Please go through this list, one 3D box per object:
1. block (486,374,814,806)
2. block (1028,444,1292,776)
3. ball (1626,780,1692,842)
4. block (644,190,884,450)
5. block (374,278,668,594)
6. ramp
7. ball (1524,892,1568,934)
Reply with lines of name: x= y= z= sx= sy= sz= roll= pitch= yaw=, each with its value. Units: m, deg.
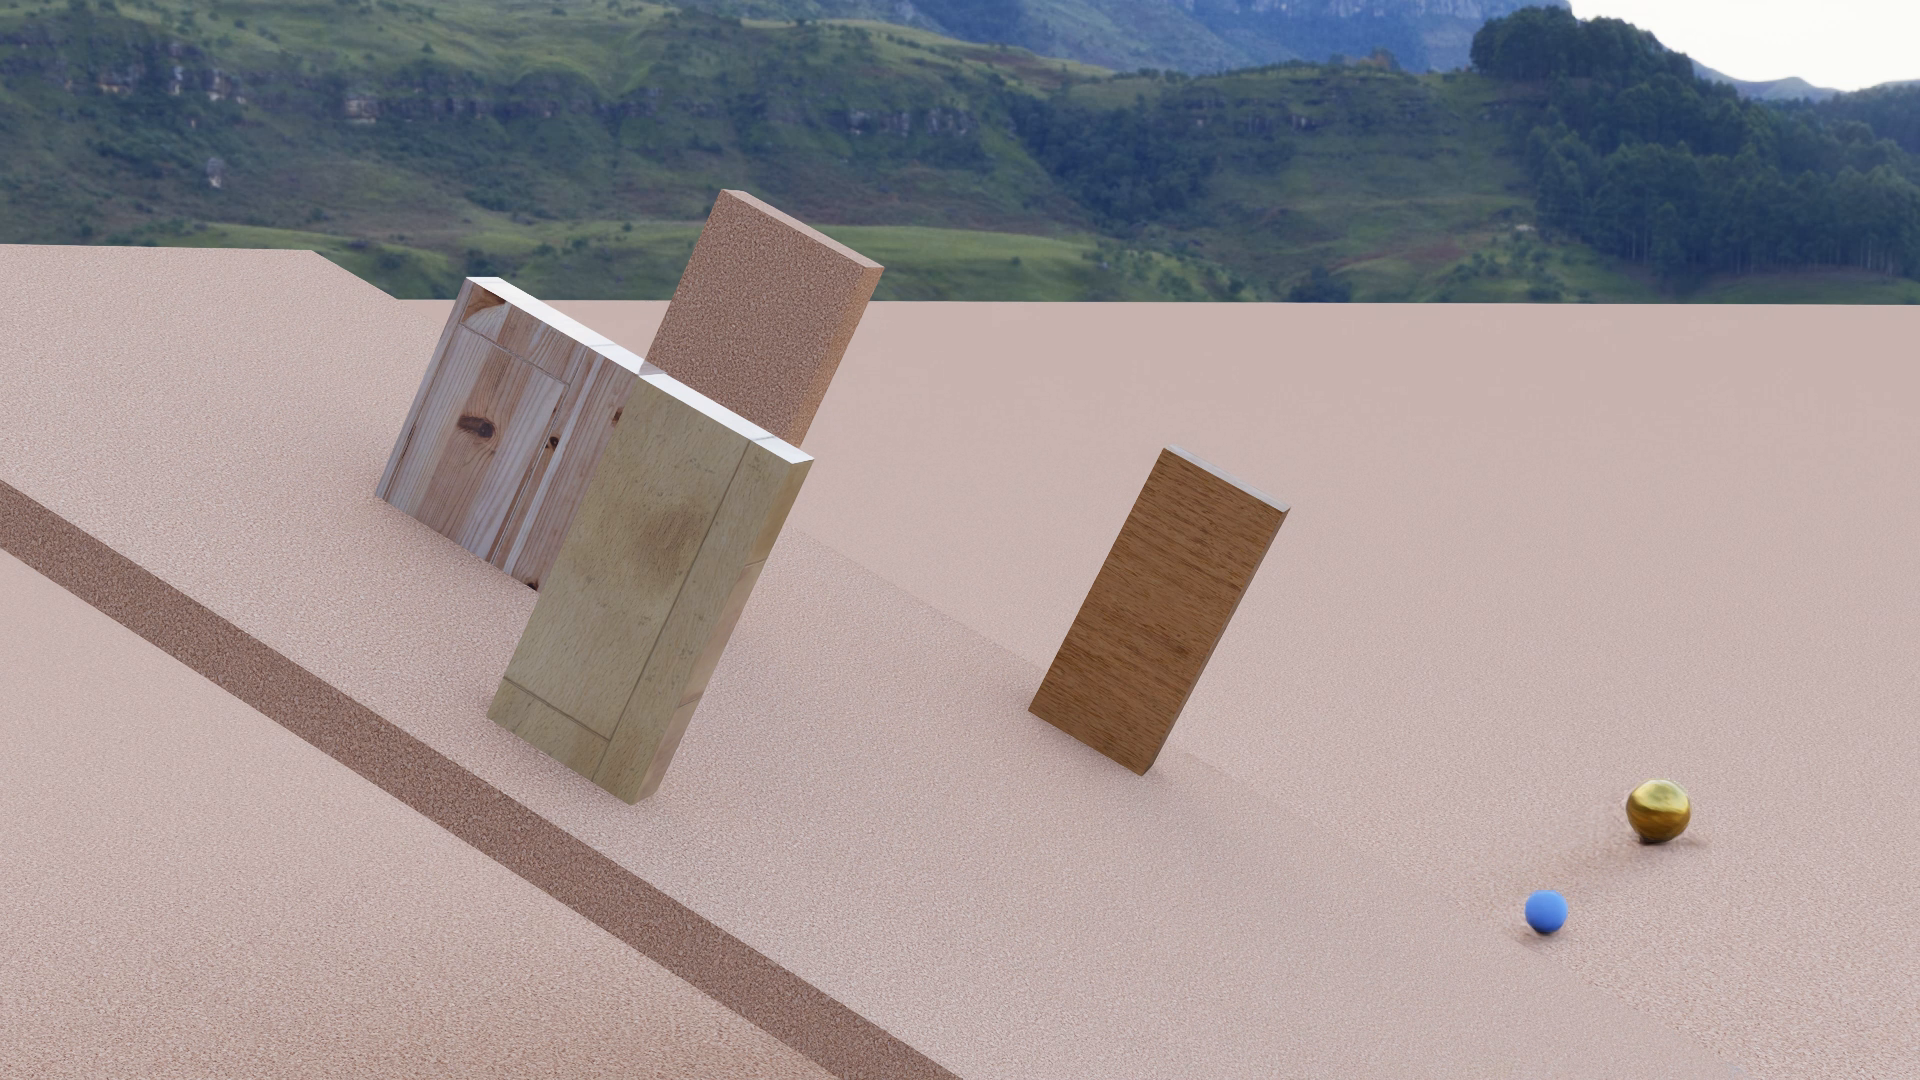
block: x=-0.482 y=0.077 z=3.392 sx=0.277 sy=0.601 sz=0.093 roll=29 pitch=14 yaw=12
block: x=0.422 y=0.148 z=4.682 sx=0.282 sy=0.644 sz=0.115 roll=29 pitch=14 yaw=12
ball: x=2.283 y=0.884 z=7.186 sx=0.205 sy=0.205 sz=0.205 roll=0 pitch=7 yaw=0
block: x=-0.467 y=-0.264 z=4.313 sx=0.328 sy=0.768 sz=0.109 roll=29 pitch=14 yaw=12
block: x=-0.818 y=-0.196 z=4.087 sx=0.388 sy=0.453 sz=0.119 roll=29 pitch=14 yaw=12
ramp: x=-0.235 y=0.394 z=4.155 sx=4.000 sy=0.100 sz=2.000 roll=29 pitch=14 yaw=12
ball: x=1.649 y=1.048 z=6.190 sx=0.117 sy=0.117 sz=0.117 roll=0 pitch=7 yaw=0
